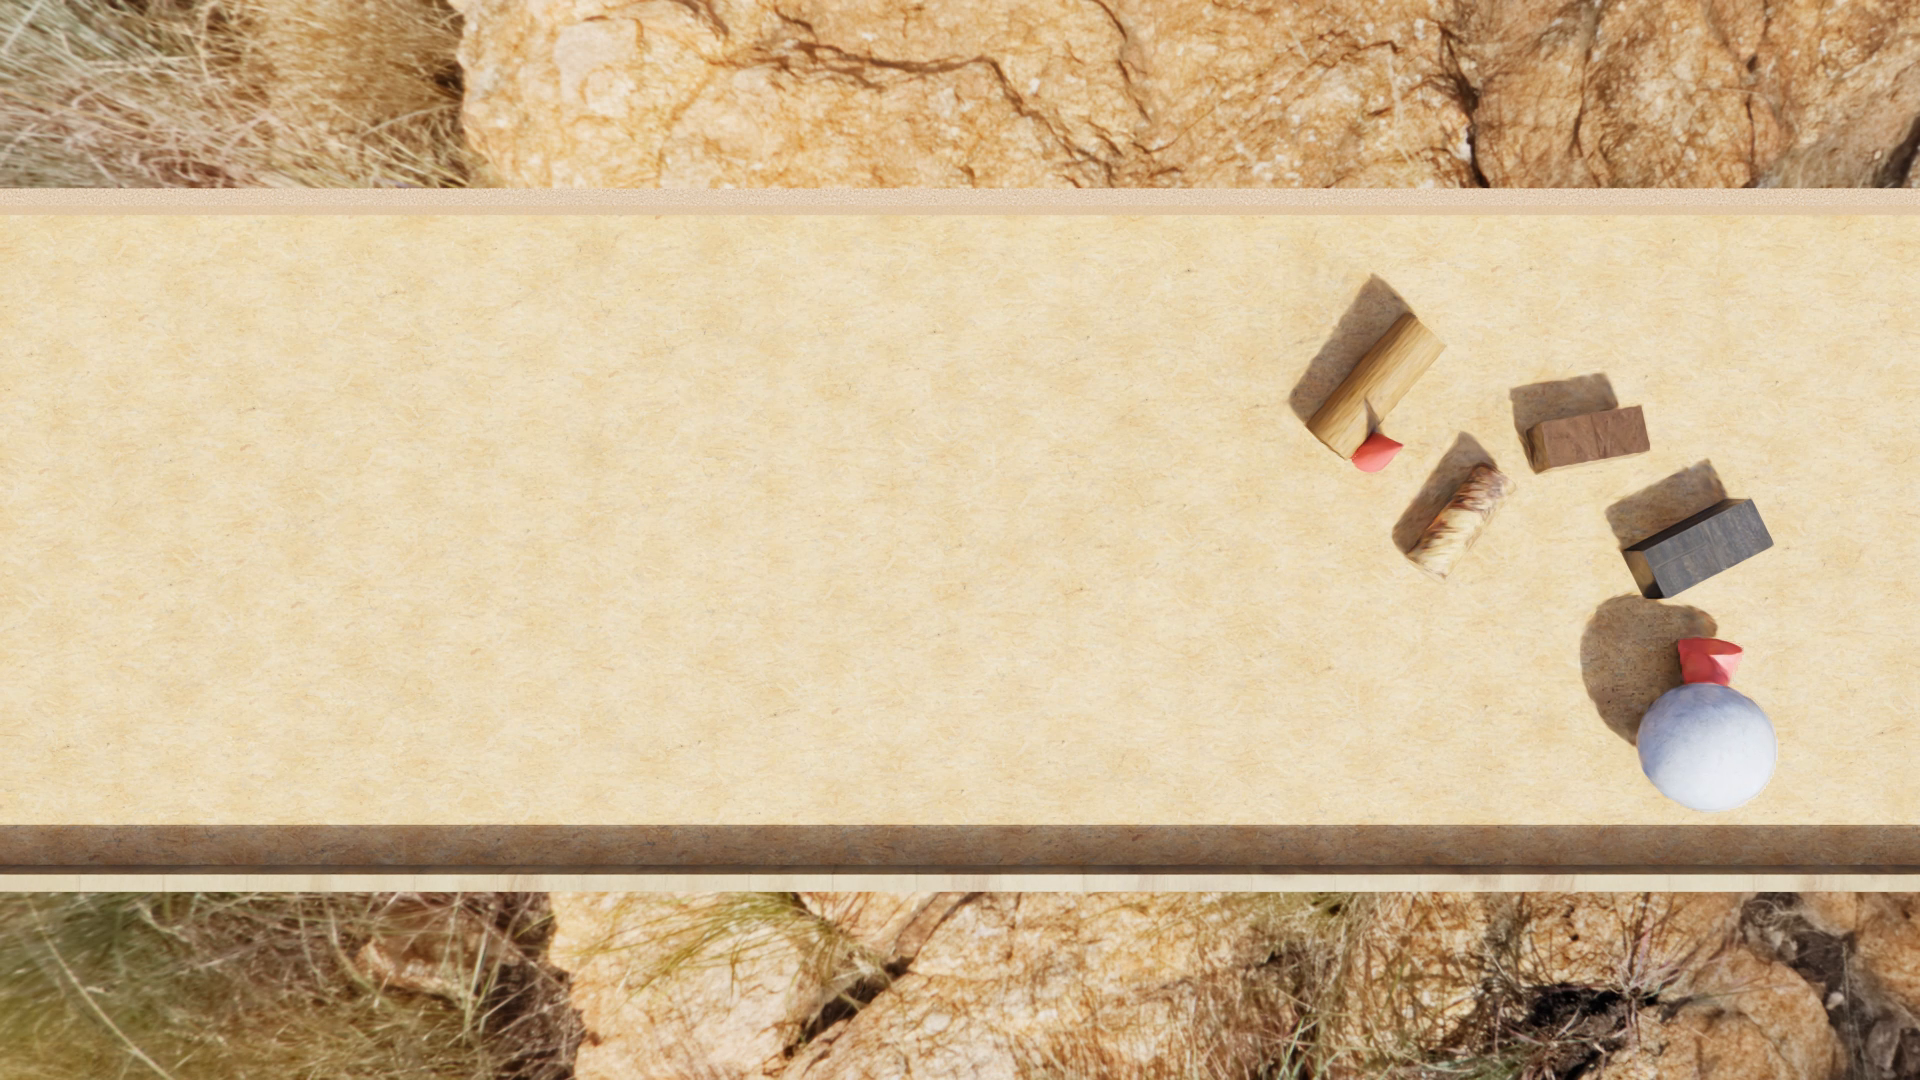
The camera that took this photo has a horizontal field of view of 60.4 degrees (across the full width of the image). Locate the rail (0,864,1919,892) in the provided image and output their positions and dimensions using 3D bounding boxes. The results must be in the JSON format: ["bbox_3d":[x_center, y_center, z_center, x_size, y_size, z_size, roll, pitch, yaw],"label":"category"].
[{"bbox_3d":[-2.247,1.025,5.001,12.000,0.150,0.050,0,90,0],"label":"rail"}]

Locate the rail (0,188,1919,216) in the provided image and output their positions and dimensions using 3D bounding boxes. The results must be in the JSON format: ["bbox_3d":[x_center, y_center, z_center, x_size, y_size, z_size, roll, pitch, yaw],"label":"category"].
[{"bbox_3d":[-2.247,-1.025,5.002,12.000,0.150,0.050,0,90,0],"label":"rail"}]

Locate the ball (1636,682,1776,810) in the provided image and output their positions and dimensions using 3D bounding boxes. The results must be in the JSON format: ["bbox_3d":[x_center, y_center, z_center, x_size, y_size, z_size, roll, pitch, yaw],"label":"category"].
[{"bbox_3d":[2.187,0.605,4.840,0.374,0.374,0.374,0,90,0],"label":"ball"}]

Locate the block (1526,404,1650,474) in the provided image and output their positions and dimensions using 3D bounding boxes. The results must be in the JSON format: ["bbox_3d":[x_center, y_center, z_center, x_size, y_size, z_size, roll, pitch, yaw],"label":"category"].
[{"bbox_3d":[1.902,-0.302,4.999,0.305,0.141,0.141,-10,84,0],"label":"block"}]

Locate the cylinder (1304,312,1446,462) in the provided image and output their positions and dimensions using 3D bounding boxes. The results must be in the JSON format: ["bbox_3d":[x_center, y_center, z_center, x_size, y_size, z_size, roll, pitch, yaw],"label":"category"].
[{"bbox_3d":[1.248,-0.459,4.965,0.166,0.166,0.442,40,98,0],"label":"cylinder"}]

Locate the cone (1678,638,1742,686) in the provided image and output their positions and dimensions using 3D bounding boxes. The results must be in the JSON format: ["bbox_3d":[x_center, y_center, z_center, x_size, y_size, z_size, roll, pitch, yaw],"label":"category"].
[{"bbox_3d":[2.268,0.507,5.033,0.180,0.180,0.381,0,103,0],"label":"cone"}]

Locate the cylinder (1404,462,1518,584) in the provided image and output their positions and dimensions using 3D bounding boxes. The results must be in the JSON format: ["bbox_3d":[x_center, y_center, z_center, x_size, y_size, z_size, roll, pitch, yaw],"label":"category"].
[{"bbox_3d":[1.518,-0.051,4.999,0.136,0.136,0.367,38,93,0],"label":"cylinder"}]

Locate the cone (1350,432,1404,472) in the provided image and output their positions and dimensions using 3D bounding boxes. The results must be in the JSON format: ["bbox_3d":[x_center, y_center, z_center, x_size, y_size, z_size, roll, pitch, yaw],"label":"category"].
[{"bbox_3d":[1.264,-0.270,4.884,0.128,0.384,0.128,0,90,0],"label":"cone"}]

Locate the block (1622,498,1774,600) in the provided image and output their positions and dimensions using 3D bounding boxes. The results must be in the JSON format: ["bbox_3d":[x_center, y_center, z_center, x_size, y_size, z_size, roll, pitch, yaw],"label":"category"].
[{"bbox_3d":[2.232,0.026,4.997,0.363,0.159,0.159,-26,90,0],"label":"block"}]
